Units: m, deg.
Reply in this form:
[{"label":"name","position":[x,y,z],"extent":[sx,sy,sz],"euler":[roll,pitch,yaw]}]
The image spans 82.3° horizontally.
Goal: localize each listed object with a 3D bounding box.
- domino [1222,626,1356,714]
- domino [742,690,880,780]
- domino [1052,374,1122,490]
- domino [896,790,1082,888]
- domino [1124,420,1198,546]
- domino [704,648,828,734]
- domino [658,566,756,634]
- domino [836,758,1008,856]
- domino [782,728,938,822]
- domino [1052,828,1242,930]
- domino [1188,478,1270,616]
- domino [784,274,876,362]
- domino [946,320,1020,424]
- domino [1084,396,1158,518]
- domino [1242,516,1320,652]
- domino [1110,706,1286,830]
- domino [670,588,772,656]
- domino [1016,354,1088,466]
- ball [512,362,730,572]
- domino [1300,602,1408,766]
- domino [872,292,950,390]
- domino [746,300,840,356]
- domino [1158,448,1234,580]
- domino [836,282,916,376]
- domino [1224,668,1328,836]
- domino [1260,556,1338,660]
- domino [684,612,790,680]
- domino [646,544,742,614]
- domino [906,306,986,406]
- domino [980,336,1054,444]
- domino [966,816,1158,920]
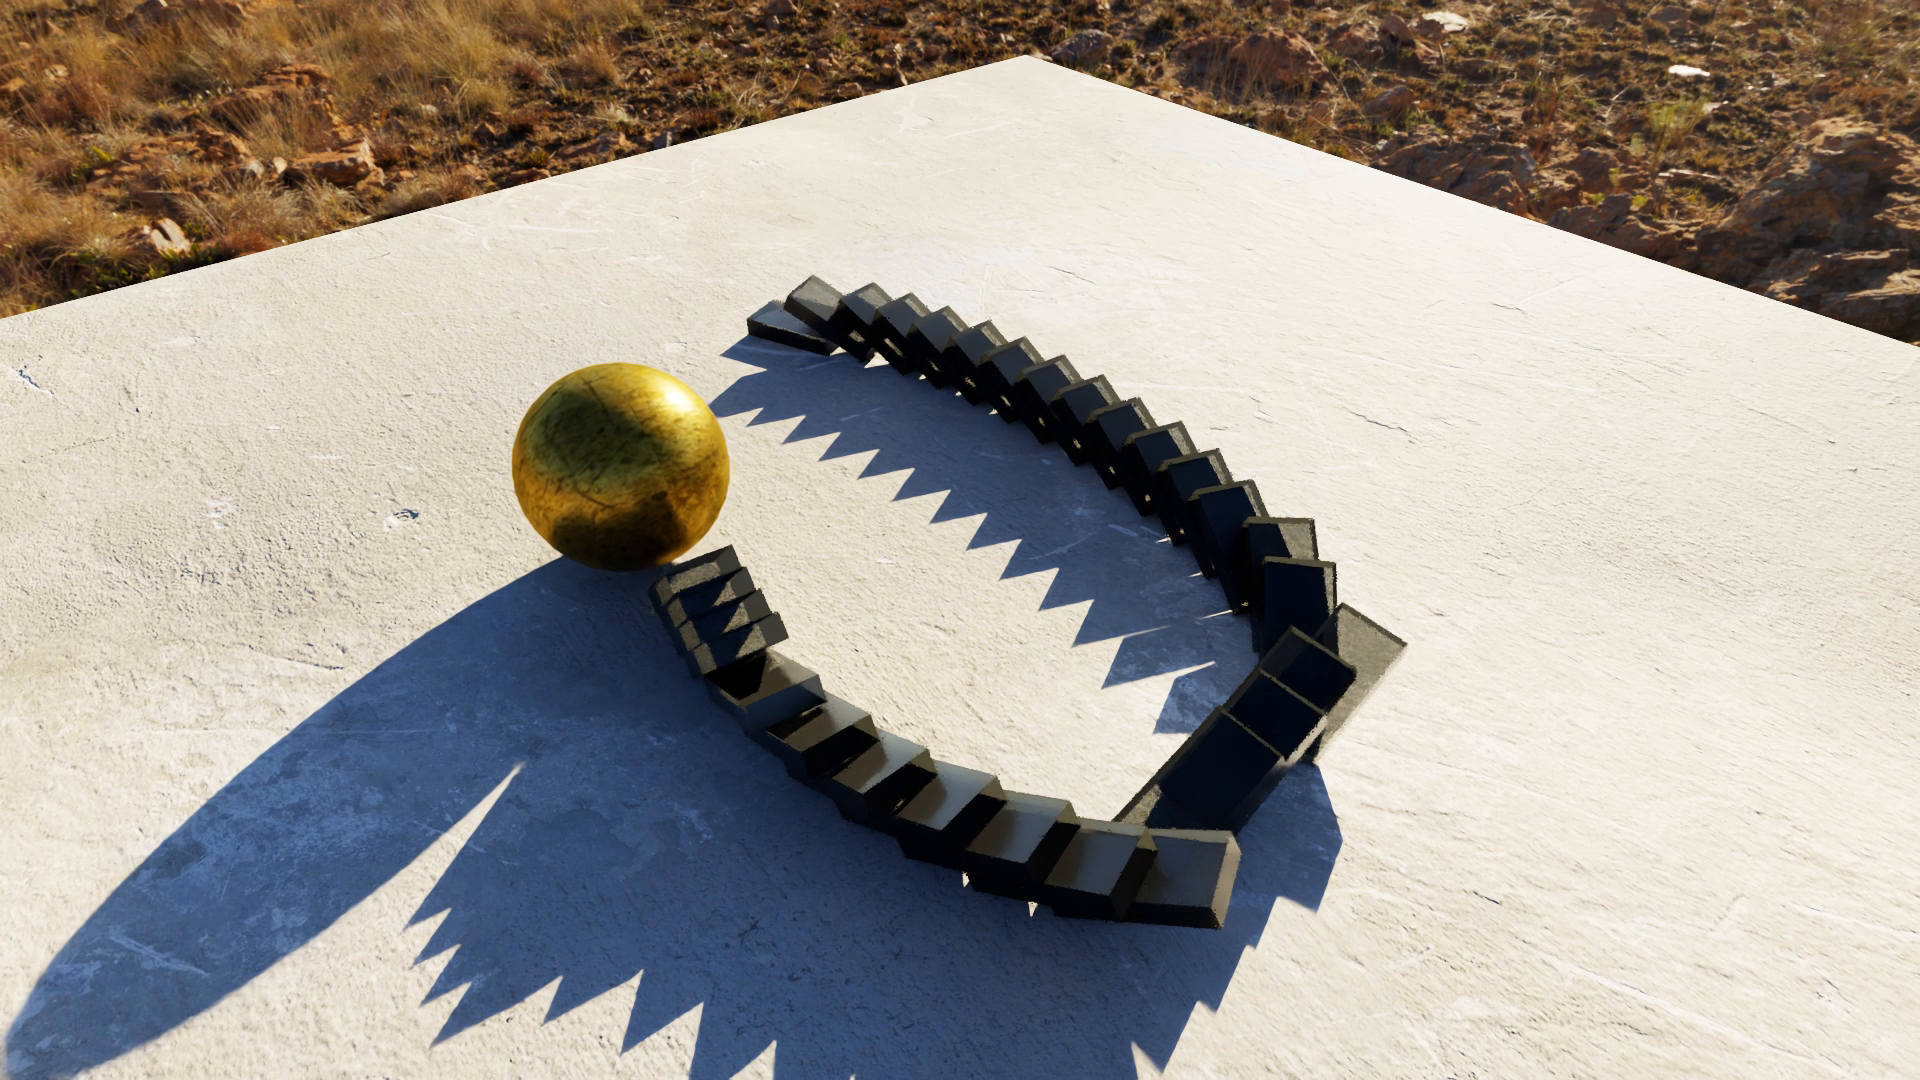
[{"label":"domino","position":[0.103,0.055,0.358],"extent":[0.025,0.009,0.050],"euler":[37,79,31]},{"label":"domino","position":[-0.050,0.060,0.354],"extent":[0.025,0.010,0.050],"euler":[-26,21,-28]},{"label":"domino","position":[0.065,-0.048,0.486],"extent":[0.025,0.009,0.050],"euler":[-21,69,-24]},{"label":"domino","position":[0.007,0.085,0.323],"extent":[0.050,0.009,0.025],"euler":[-2,31,42]},{"label":"domino","position":[0.091,-0.024,0.456],"extent":[0.025,0.010,0.050],"euler":[-15,67,-18]},{"label":"domino","position":[-0.066,0.049,0.365],"extent":[0.025,0.010,0.050],"euler":[-22,15,-24]},{"label":"domino","position":[-0.091,0.022,0.391],"extent":[0.025,0.050,0.009],"euler":[-22,88,-25]},{"label":"domino","position":[-0.013,0.078,0.332],"extent":[0.050,0.009,0.025],"euler":[2,31,47]},{"label":"domino","position":[-0.032,0.069,0.342],"extent":[0.025,0.010,0.050],"euler":[-30,22,-31]},{"label":"domino","position":[0.051,0.095,0.311],"extent":[0.050,0.009,0.025],"euler":[-9,33,34]},{"label":"domino","position":[0.110,0.002,0.424],"extent":[0.025,0.010,0.050],"euler":[-11,66,-13]},{"label":"domino","position":[-0.063,-0.114,0.566],"extent":[0.050,0.010,0.025],"euler":[34,47,2]},{"label":"domino","position":[0.018,-0.081,0.526],"extent":[0.025,0.010,0.050],"euler":[-29,72,-30]},{"label":"domino","position":[0.077,-0.036,0.472],"extent":[0.025,0.010,0.050],"euler":[-20,69,-22]},{"label":"domino","position":[0.120,0.016,0.407],"extent":[0.025,0.010,0.050],"euler":[1,66,0]},{"label":"domino","position":[0.072,0.077,0.332],"extent":[0.050,0.010,0.025],"euler":[-45,52,-8]},{"label":"domino","position":[-0.084,0.029,0.382],"extent":[0.025,0.050,0.009],"euler":[-22,88,-25]},{"label":"domino","position":[0.050,-0.060,0.500],"extent":[0.025,0.010,0.050],"euler":[-24,70,-26]},{"label":"ball","position":[-0.129,-0.028,0.422],"extent":[0.080,0.080,0.080],"euler":[0,39,0]},{"label":"domino","position":[0.123,0.048,0.366],"extent":[0.025,0.009,0.050],"euler":[37,79,30]},{"label":"domino","position":[-0.018,-0.100,0.549],"extent":[0.025,0.009,0.050],"euler":[-35,75,-35]},{"label":"domino","position":[-0.084,-0.112,0.581],"extent":[0.050,0.010,0.025],"euler":[18,43,21]},{"label":"domino","position":[0.101,-0.011,0.441],"extent":[0.025,0.009,0.050],"euler":[-13,67,-15]},{"label":"domino","position":[-0.037,-0.108,0.560],"extent":[0.050,0.009,0.025],"euler":[45,53,12]},{"label":"domino","position":[0.089,0.067,0.344],"extent":[0.050,0.009,0.025],"euler":[-47,55,-9]},{"label":"domino","position":[0.119,0.031,0.388],"extent":[0.025,0.010,0.050],"euler":[5,66,6]},{"label":"domino","position":[-0.077,0.036,0.373],"extent":[0.025,0.050,0.010],"euler":[-22,88,-25]},{"label":"domino","position":[-0.097,0.015,0.399],"extent":[0.025,0.050,0.010],"euler":[-22,88,-25]},{"label":"domino","position":[0.000,-0.091,0.538],"extent":[0.025,0.010,0.050],"euler":[-33,74,-34]},{"label":"domino","position":[0.034,-0.070,0.513],"extent":[0.025,0.010,0.050],"euler":[-27,72,-29]},{"label":"domino","position":[0.028,0.091,0.315],"extent":[0.050,0.010,0.025],"euler":[-3,32,40]}]
